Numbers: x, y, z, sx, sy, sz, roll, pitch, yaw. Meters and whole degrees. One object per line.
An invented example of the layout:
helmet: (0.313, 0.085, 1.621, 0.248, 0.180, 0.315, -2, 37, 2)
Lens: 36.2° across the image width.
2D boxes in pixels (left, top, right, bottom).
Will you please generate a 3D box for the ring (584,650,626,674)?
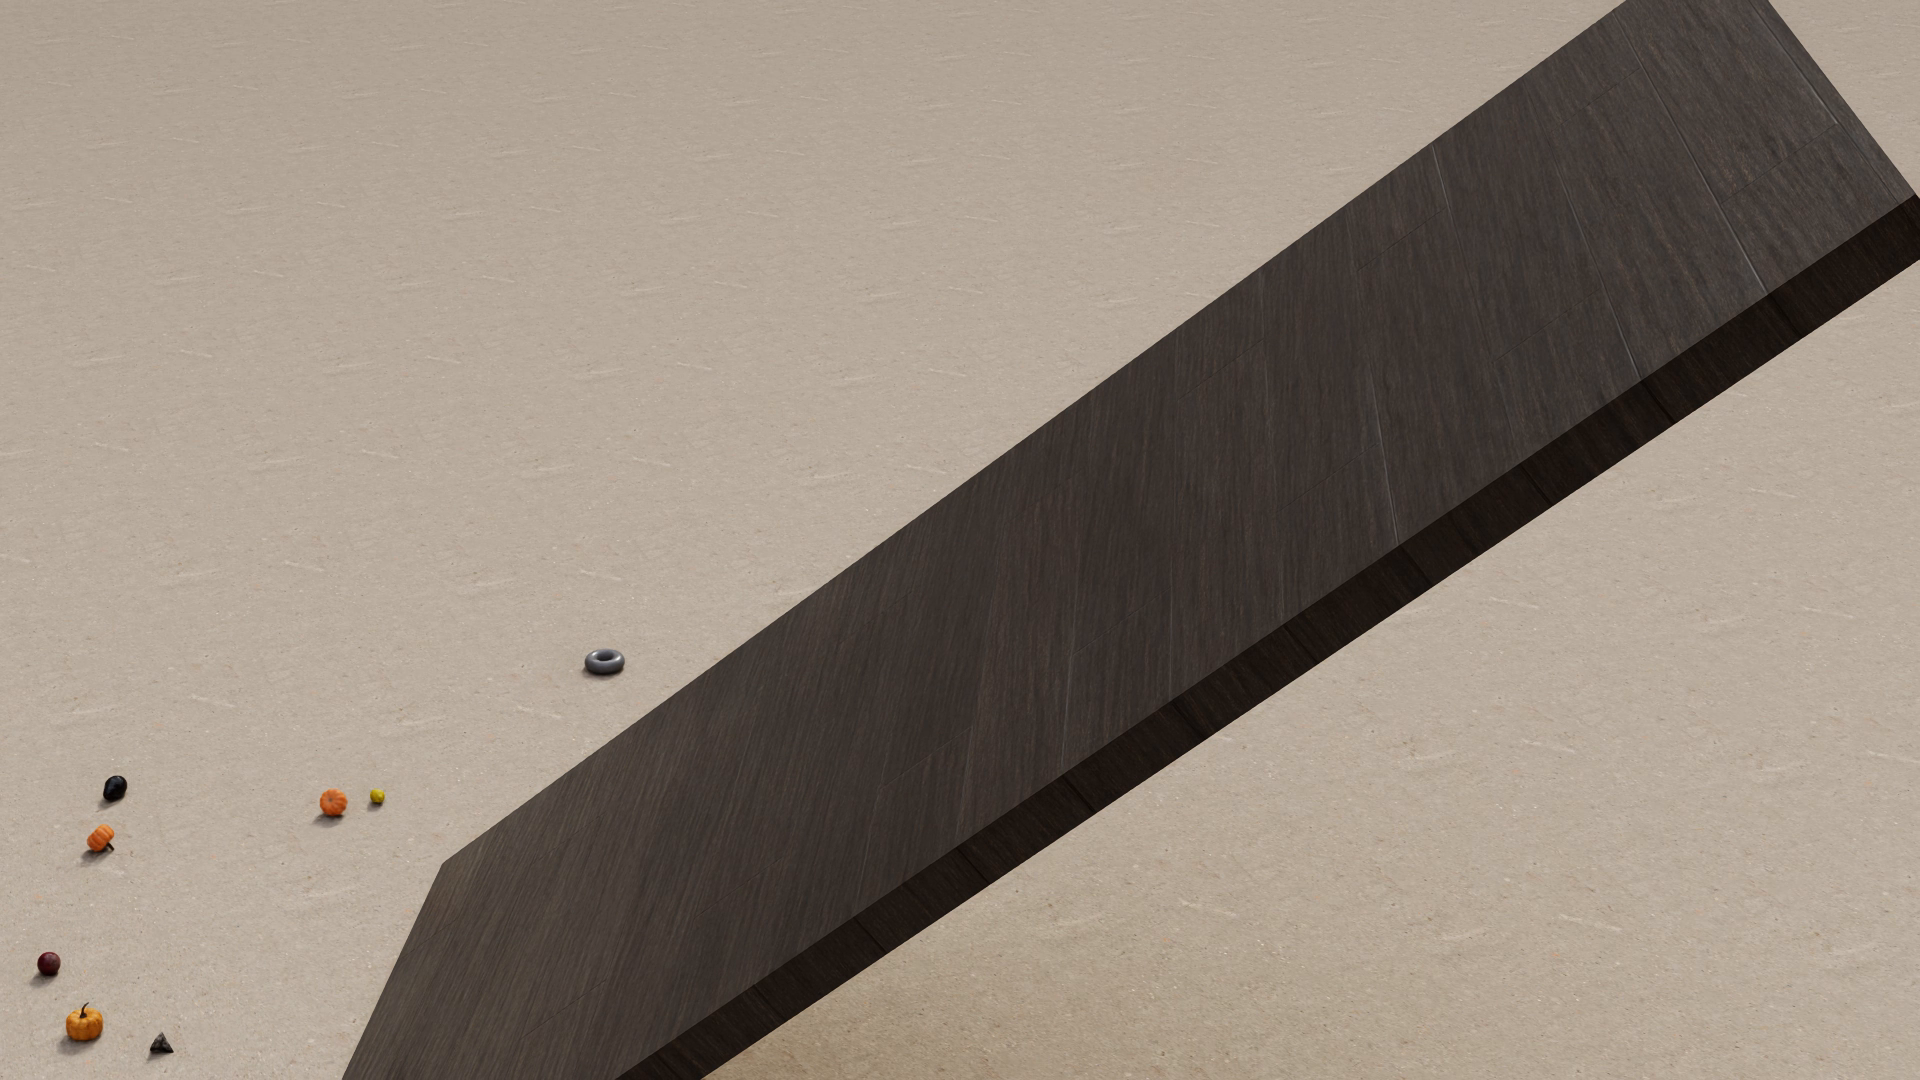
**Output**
ring: (-1.100, 0.376, 9.102, 0.126, 0.042, 0.126, 0, 25, 0)

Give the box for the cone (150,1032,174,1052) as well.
cone: (-1.936, 1.235, 7.165, 0.053, 0.053, 0.053, 31, 28, 3)

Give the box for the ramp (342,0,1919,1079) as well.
ramp: (0.121, 0.185, 6.339, 4.000, 0.100, 2.000, -36, 16, 18)
